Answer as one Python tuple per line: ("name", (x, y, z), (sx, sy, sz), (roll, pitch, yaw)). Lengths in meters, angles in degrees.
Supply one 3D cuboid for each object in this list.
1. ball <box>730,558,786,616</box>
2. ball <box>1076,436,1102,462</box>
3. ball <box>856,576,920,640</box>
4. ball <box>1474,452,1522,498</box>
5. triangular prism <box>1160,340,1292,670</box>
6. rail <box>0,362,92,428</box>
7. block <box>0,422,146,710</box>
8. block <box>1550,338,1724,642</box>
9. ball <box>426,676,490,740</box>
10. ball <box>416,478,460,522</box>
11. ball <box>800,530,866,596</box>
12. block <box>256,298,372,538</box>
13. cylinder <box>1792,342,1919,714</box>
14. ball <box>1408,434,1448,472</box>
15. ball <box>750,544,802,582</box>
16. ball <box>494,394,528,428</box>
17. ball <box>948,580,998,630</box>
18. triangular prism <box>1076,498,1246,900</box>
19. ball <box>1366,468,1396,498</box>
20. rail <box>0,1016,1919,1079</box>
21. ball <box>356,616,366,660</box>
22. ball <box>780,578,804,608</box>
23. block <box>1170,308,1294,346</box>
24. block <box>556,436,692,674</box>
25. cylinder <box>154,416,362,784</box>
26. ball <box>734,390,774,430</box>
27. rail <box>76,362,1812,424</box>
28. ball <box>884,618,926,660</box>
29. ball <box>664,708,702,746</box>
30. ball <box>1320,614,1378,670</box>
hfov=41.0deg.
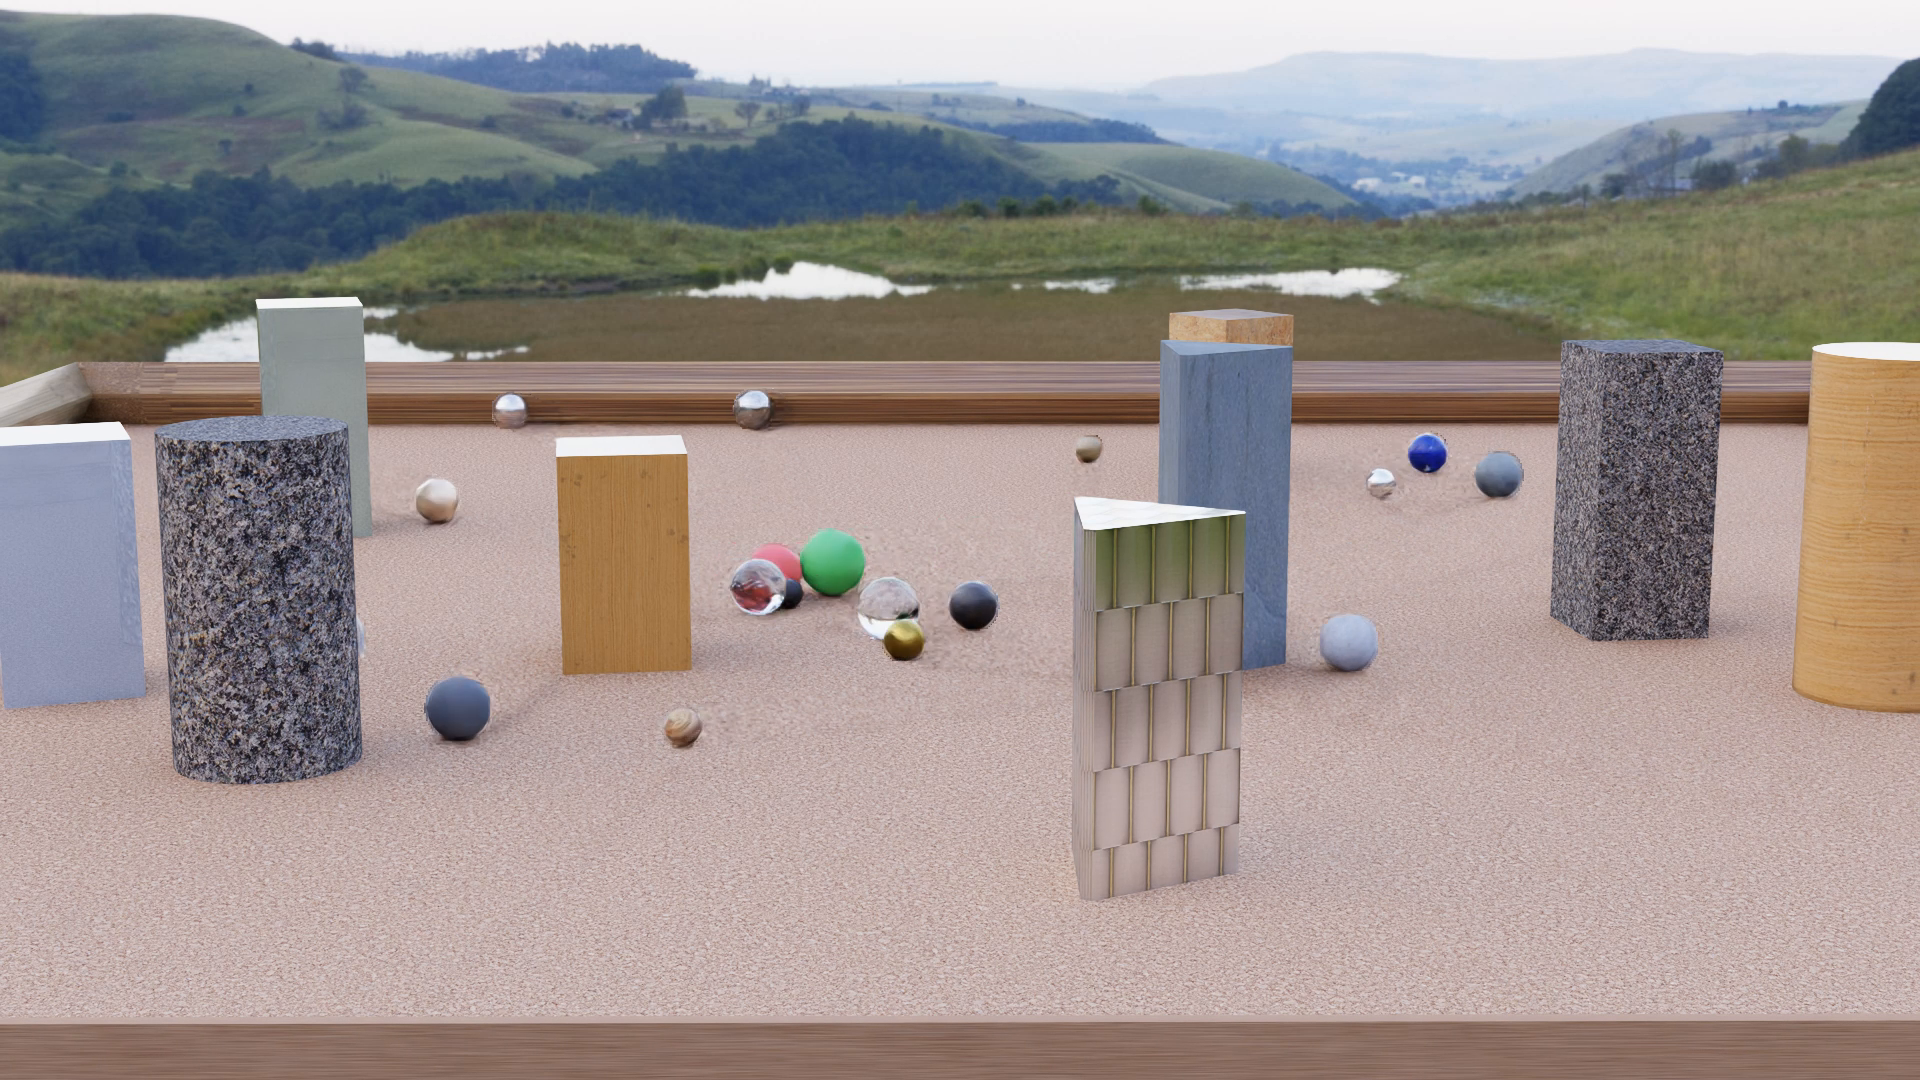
("ball", (-0.269, 0.063, 3.429), (0.075, 0.075, 0.075), (0, 11, 0))
("ball", (0.238, -0.168, 4.745), (0.049, 0.049, 0.049), (0, 11, 0))
("ball", (-0.091, 0.088, 3.280), (0.081, 0.081, 0.081), (0, 11, 0))
("ball", (0.914, -0.111, 4.357), (0.078, 0.078, 0.078), (0, 11, 0))
("triangular prism", (0.291, -0.043, 3.138), (0.168, 0.391, 0.145), (-7, 13, -33))
("rail", (-1.769, 0.034, 3.439), (0.045, 0.126, 3.665), (0, 11, 0))
("block", (-1.050, 0.026, 3.004), (0.155, 0.303, 0.155), (-4, 11, -22))
("block", (0.875, -0.068, 3.327), (0.155, 0.369, 0.155), (-1, 11, -7))
("ball", (-0.547, 0.183, 2.800), (0.069, 0.069, 0.069), (0, 11, 0))
("ball", (-0.841, -0.064, 4.127), (0.070, 0.070, 0.070), (0, 11, 0))
("ball", (-0.176, 0.031, 3.553), (0.091, 0.091, 0.091), (0, 11, 0))
("block", (-1.013, -0.192, 4.022), (0.155, 0.360, 0.155), (-3, 11, -16))
("cylinder", (1.077, -0.018, 2.972), (0.194, 0.402, 0.194), (0, 11, 0))
("ball", (0.842, -0.156, 4.623), (0.071, 0.071, 0.071), (0, 11, 0))
("ball", (-0.255, 0.044, 3.530), (0.075, 0.075, 0.075), (0, 11, 0))
("ball", (-0.907, -0.260, 5.179), (0.071, 0.071, 0.071), (0, 11, 0))
("ball", (0.017, 0.085, 3.342), (0.064, 0.064, 0.064), (0, 11, 0))
("triangular prism", (0.146, 0.135, 2.335), (0.168, 0.333, 0.145), (-6, 12, -30))
("ball", (0.713, -0.096, 4.352), (0.050, 0.050, 0.050), (0, 11, 0))
("rail", (0.010, 0.363, 1.671), (3.586, 0.126, 0.045), (0, 11, 0))
("ball", (-0.761, 0.119, 3.068), (0.096, 0.096, 0.096), (0, 11, 0))
("ball", (-0.232, 0.072, 3.473), (0.041, 0.041, 0.041), (0, 11, 0))
("block", (0.481, -0.258, 4.574), (0.155, 0.289, 0.155), (-7, 13, -34))
("block", (-0.415, 0.016, 3.160), (0.155, 0.266, 0.155), (-2, 11, -9))
("cylinder", (-0.733, 0.058, 2.689), (0.194, 0.355, 0.194), (0, 11, 0))
("ball", (-0.414, -0.263, 5.172), (0.079, 0.079, 0.079), (0, 11, 0))
("rail", (-0.010, -0.298, 5.227), (3.586, 0.126, 0.045), (0, 11, 0))
("ball", (-0.068, 0.123, 3.169), (0.052, 0.052, 0.052), (0, 11, 0))
("ball", (-0.300, 0.202, 2.777), (0.041, 0.041, 0.041), (0, 11, 0))
("ball", (0.471, 0.124, 3.115), (0.070, 0.070, 0.070), (0, 11, 0))
